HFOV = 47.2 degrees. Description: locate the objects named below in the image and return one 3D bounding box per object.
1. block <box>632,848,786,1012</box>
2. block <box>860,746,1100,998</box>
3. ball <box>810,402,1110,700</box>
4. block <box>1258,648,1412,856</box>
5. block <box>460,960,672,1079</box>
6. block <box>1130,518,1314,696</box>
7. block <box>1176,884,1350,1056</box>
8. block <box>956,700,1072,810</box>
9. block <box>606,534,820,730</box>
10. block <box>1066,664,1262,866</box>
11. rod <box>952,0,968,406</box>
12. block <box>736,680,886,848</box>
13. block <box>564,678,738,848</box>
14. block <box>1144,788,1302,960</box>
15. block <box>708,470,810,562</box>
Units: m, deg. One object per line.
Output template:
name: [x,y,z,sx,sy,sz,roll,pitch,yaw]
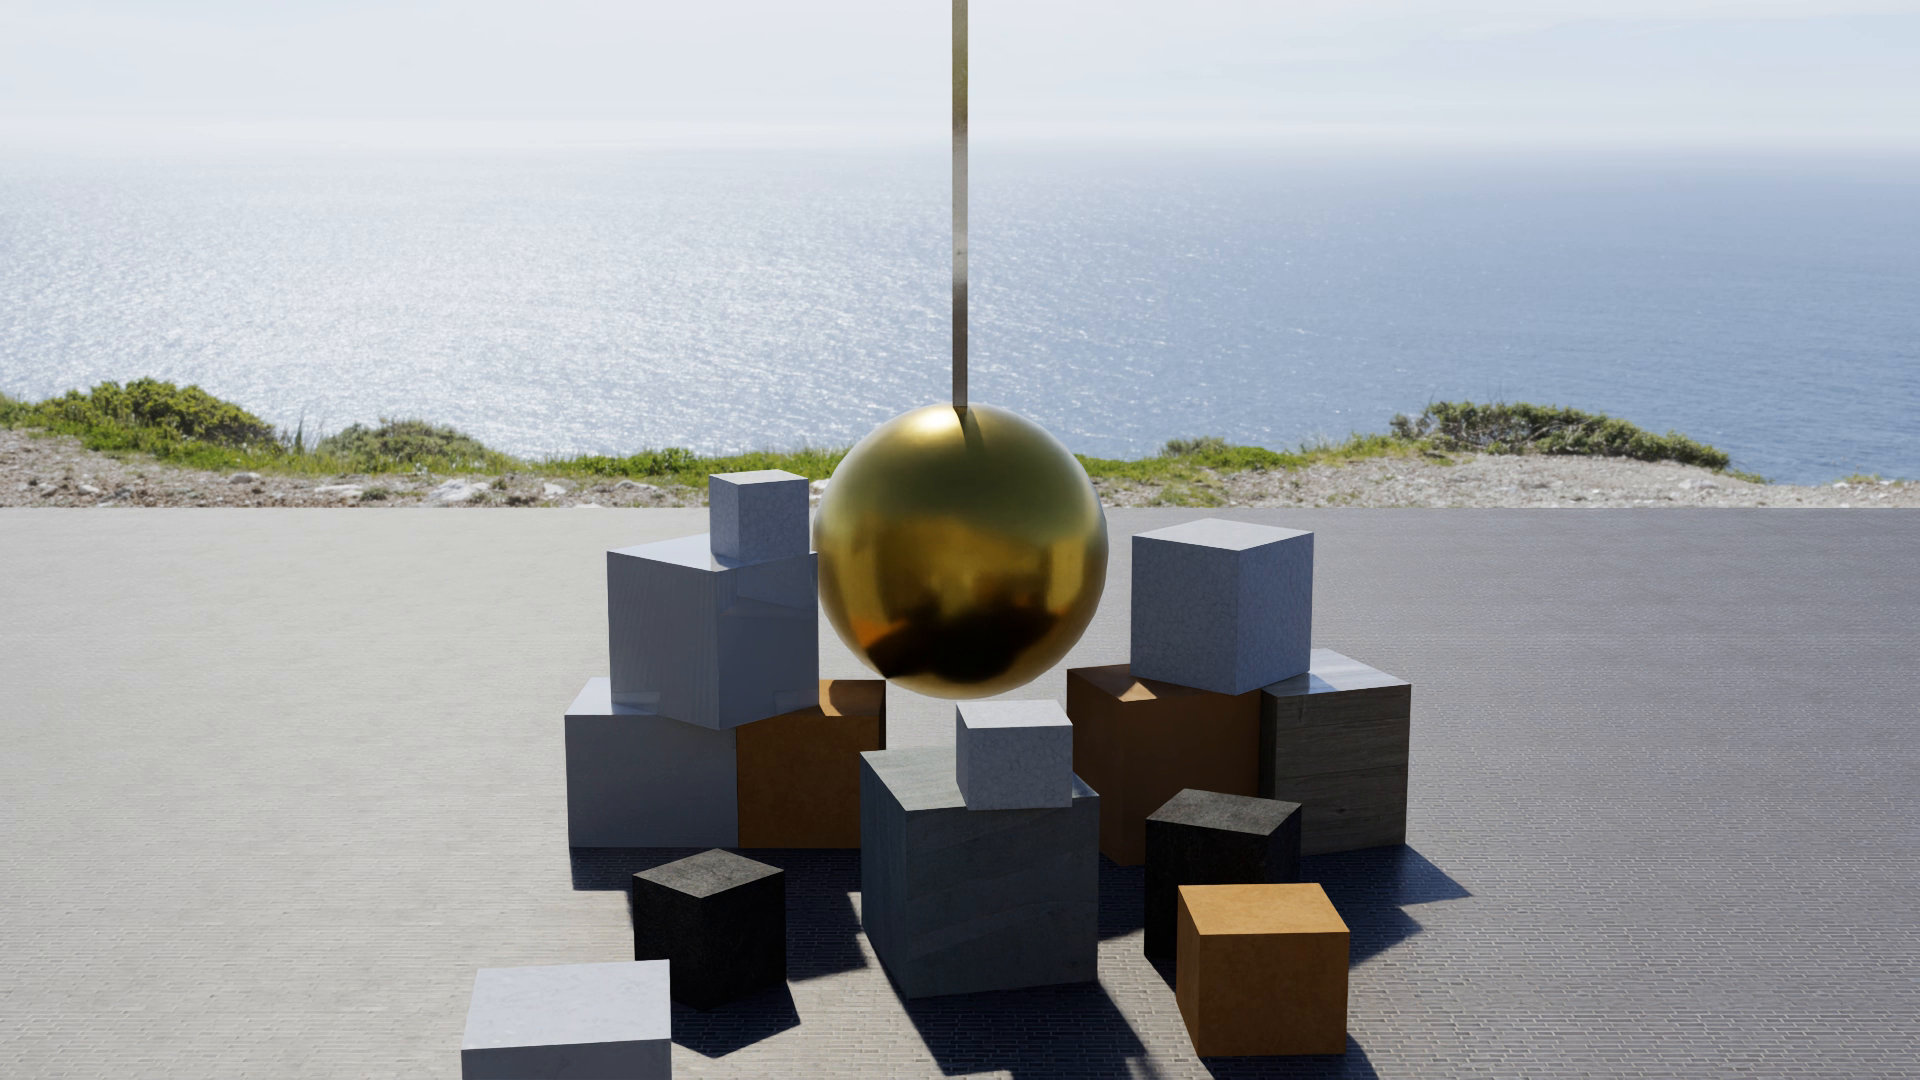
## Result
block: [-1.050,1.630,9.237,0.431,0.488,0.466,9,14,41]
block: [0.067,1.405,9.571,0.829,0.810,0.904,-3,11,-14]
ball: [0.000,0.057,11.797,1.600,1.600,1.600,0,10,0]
block: [1.754,1.079,11.313,0.754,0.829,0.841,-4,11,-20]
block: [-1.306,1.873,7.429,0.662,0.658,0.697,-1,10,-8]
block: [1.324,0.322,11.118,0.639,0.720,0.678,9,13,40]
block: [1.198,1.707,8.781,0.582,0.499,0.564,-1,10,-3]
block: [0.221,0.891,9.166,0.430,0.347,0.420,-1,10,-7]
block: [-1.244,0.443,11.092,0.820,0.784,0.679,9,14,41]
block: [1.017,1.108,11.140,0.743,0.834,0.708,-4,11,-20]
rod: [0.000,-3.211,10.859,0.080,5.200,0.080,0,16,0]
block: [-0.752,1.144,11.356,0.708,0.687,0.750,0,10,1]
block: [-1.539,1.138,11.383,0.855,0.687,0.774,0,10,0]
block: [1.155,1.488,9.654,0.546,0.619,0.501,5,11,25]
block: [-1.001,-0.126,10.963,0.382,0.383,0.359,-6,12,-29]
